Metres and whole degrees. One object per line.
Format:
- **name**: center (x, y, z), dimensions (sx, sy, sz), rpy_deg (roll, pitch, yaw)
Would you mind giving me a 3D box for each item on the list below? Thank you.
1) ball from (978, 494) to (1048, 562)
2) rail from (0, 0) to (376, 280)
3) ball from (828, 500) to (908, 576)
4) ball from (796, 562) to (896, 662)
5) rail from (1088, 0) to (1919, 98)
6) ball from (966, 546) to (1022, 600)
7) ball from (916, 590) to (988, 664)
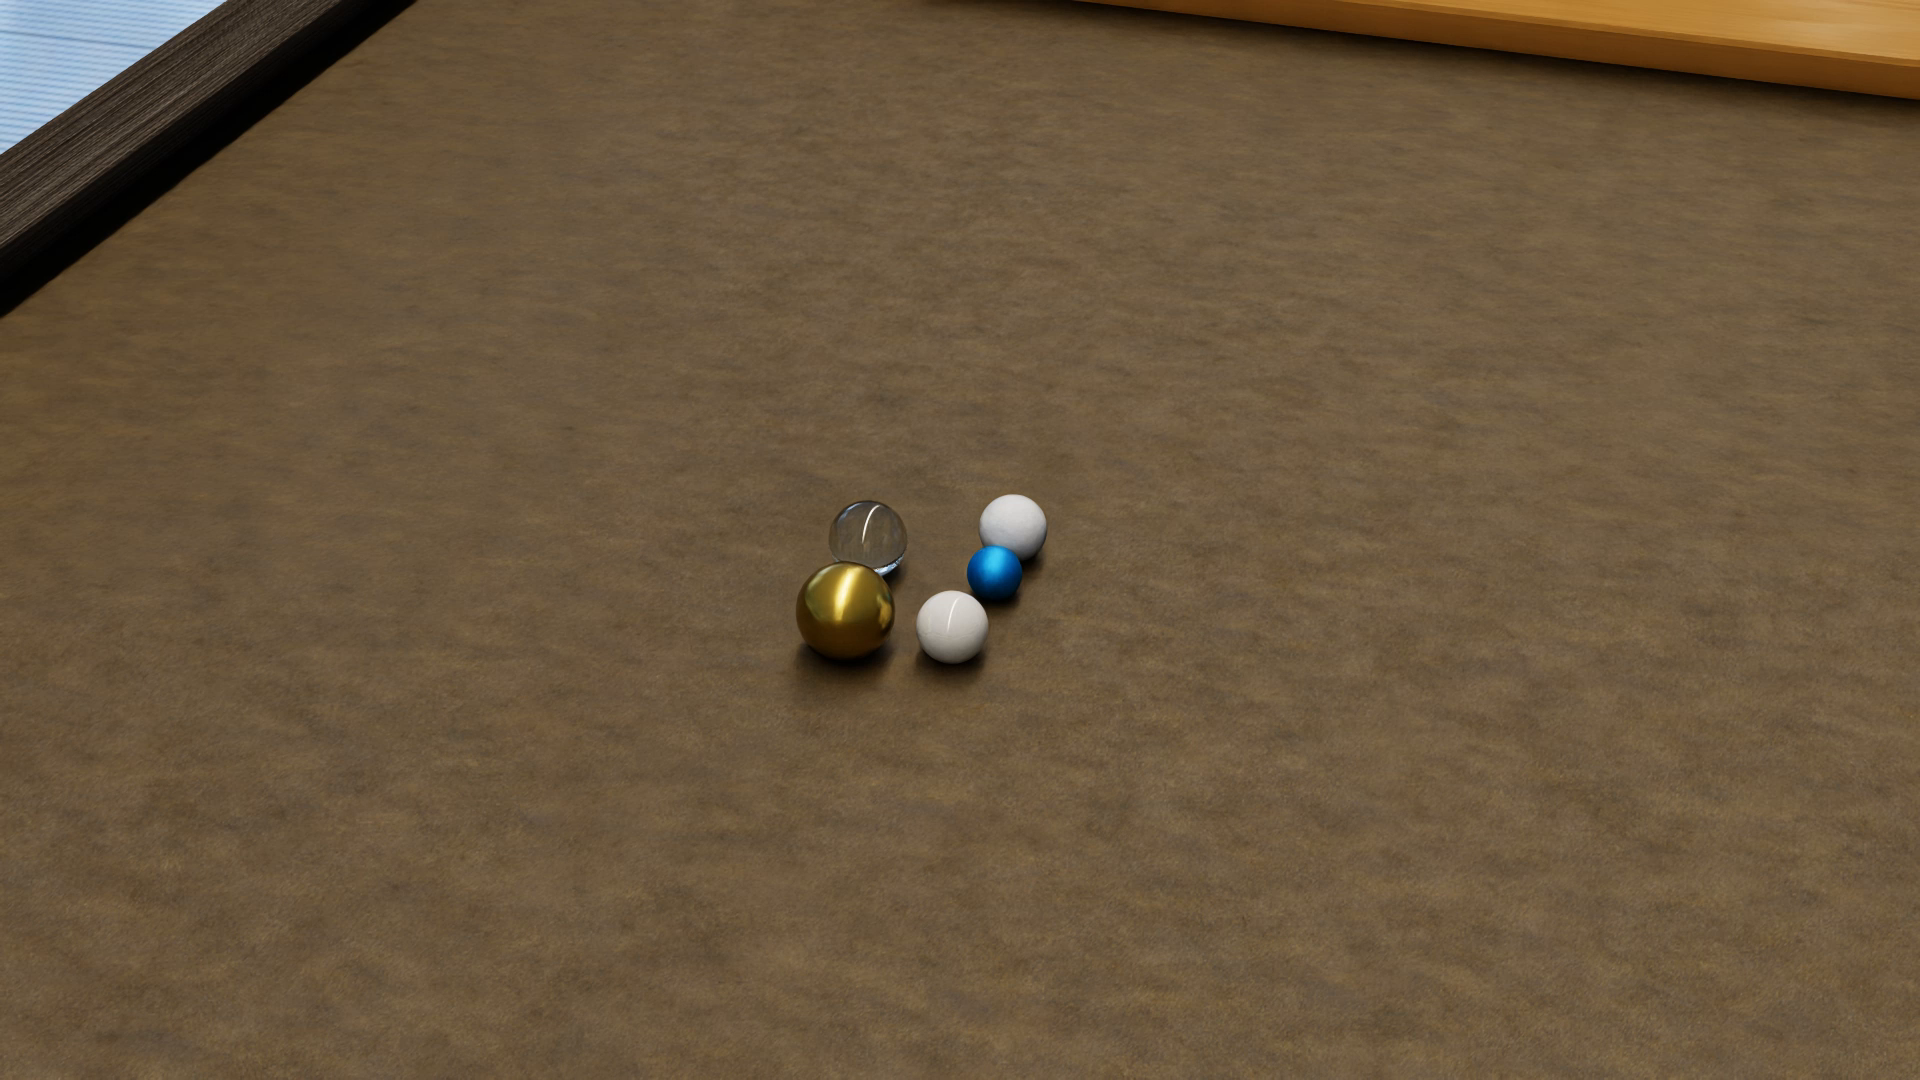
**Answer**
- **ball**: center (0.042, -0.009, 2.047), dimensions (0.055, 0.055, 0.055), rpy_deg (0, 34, 0)
- **rail**: center (-0.955, -0.191, 2.266), dimensions (0.045, 0.114, 2.387), rpy_deg (10, 35, 15)
- **ball**: center (-0.073, 0.000, 2.028), dimensions (0.062, 0.062, 0.062), rpy_deg (0, 34, 0)
- **ball**: center (-0.086, 0.054, 1.934), dimensions (0.076, 0.076, 0.076), rpy_deg (0, 34, 0)
- **rail**: center (1.330, -0.470, 2.687), dimensions (4.102, 0.114, 0.045), rpy_deg (10, 35, 15)
- **ball**: center (0.027, 0.026, 2.005), dimensions (0.043, 0.043, 0.043), rpy_deg (0, 34, 0)
- **ball**: center (-0.006, 0.066, 1.934), dimensions (0.055, 0.055, 0.055), rpy_deg (0, 34, 0)
